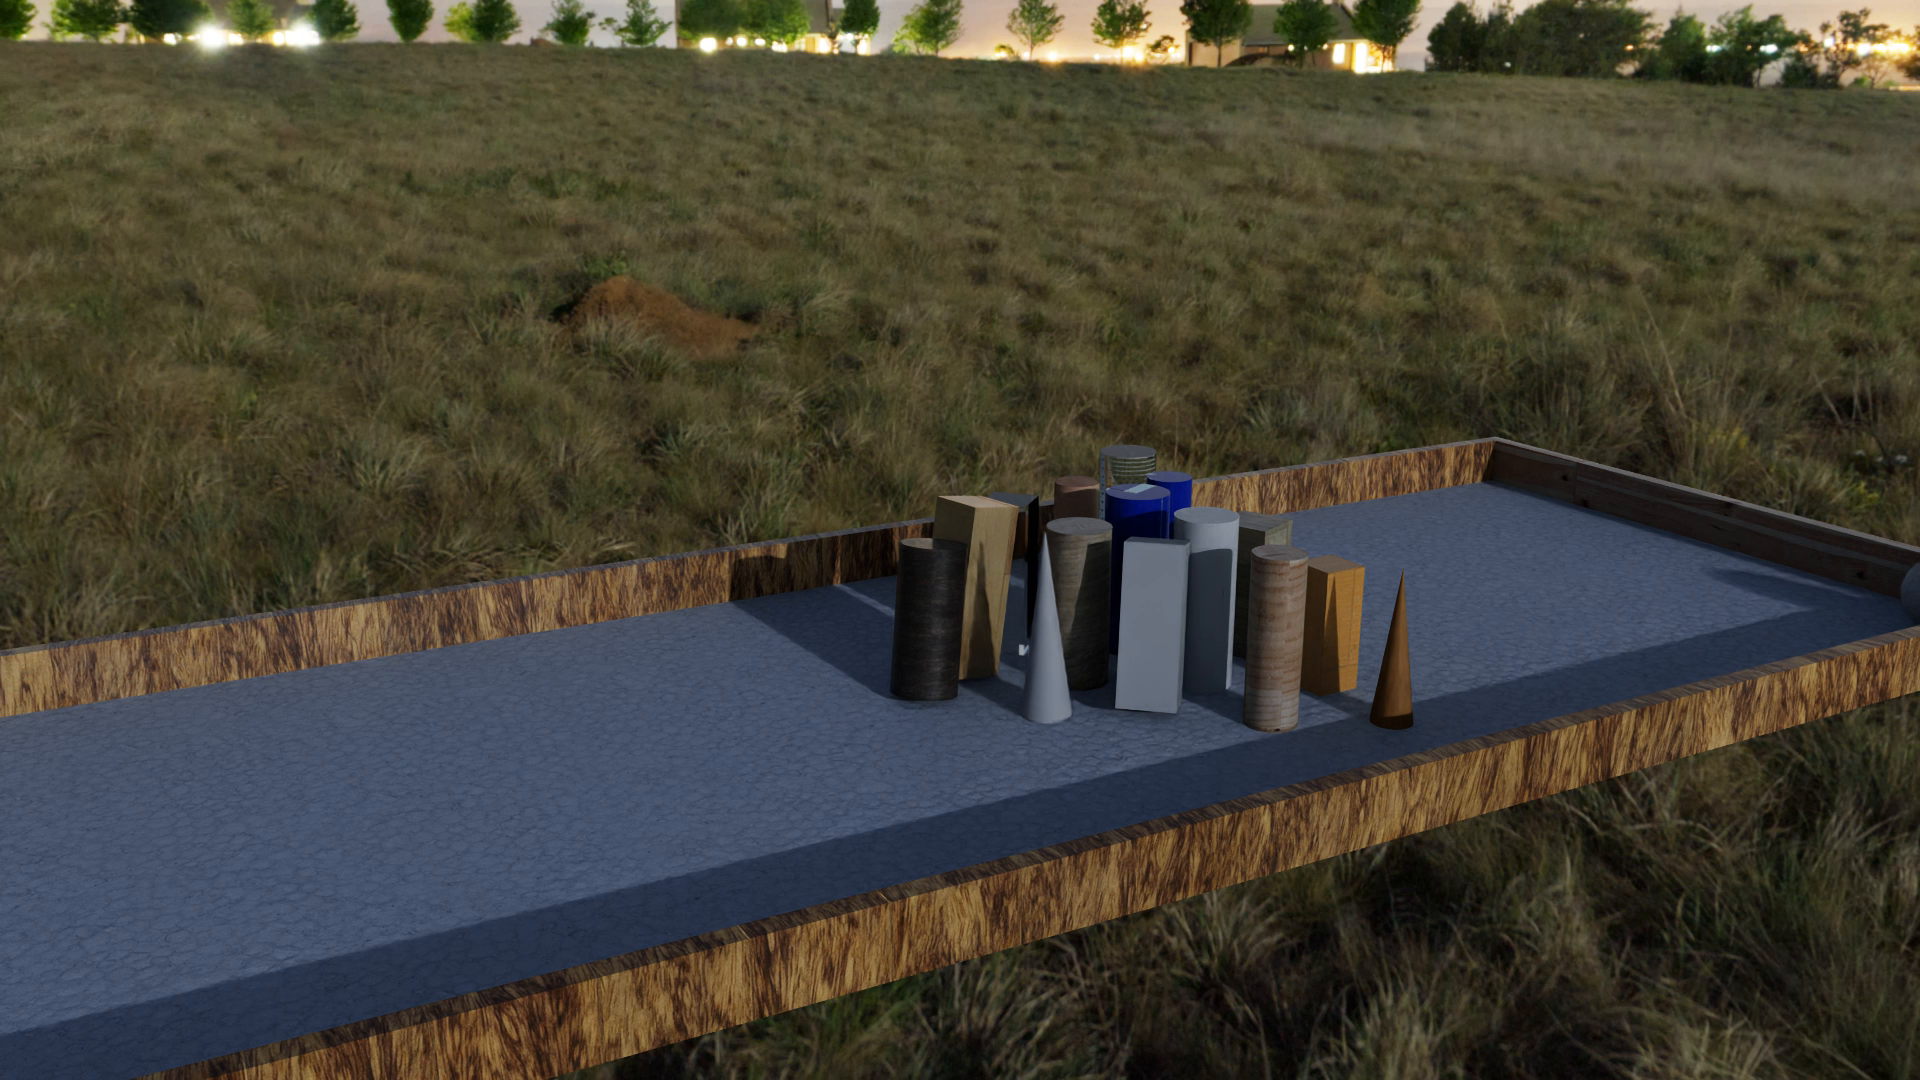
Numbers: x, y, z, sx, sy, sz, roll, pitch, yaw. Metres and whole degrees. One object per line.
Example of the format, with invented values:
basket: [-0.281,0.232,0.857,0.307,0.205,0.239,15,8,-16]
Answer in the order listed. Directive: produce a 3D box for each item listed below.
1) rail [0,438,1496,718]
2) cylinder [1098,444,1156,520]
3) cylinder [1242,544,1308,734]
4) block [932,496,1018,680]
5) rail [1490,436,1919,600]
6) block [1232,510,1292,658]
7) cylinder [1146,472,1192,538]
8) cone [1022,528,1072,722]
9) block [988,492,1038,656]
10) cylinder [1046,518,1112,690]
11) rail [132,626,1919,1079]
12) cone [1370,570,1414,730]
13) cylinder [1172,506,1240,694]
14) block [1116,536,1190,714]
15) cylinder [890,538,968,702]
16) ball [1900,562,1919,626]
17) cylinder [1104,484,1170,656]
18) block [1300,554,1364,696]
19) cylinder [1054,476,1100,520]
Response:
rail: [-3.305,0.497,3.399,12.000,0.150,0.050,-9,18,-27]
cylinder: [0.486,-0.058,4.819,0.163,0.414,0.163,0,16,0]
cylinder: [0.732,0.230,3.831,0.129,0.419,0.129,0,16,0]
block: [0.019,0.117,4.150,0.145,0.437,0.145,-2,13,-41]
rail: [2.466,-0.048,5.253,0.050,0.150,2.100,-9,18,-27]
block: [0.762,0.119,4.325,0.146,0.352,0.146,13,21,37]
cylinder: [0.575,0.018,4.586,0.125,0.400,0.125,0,16,0]
cone: [0.202,0.192,3.880,0.122,0.460,0.122,-1,15,0]
block: [0.129,0.087,4.342,0.123,0.404,0.123,5,17,18]
cylinder: [0.293,0.158,4.105,0.162,0.401,0.162,0,16,0]
rail: [-2.336,1.006,1.665,12.000,0.150,0.050,-9,18,-27]
cone: [1.019,0.245,3.843,0.101,0.381,0.101,0,16,0]
cylinder: [0.602,0.147,4.085,0.159,0.434,0.159,0,16,0]
block: [0.461,0.199,3.937,0.144,0.397,0.144,4,5,12]
cylinder: [-0.076,0.191,4.012,0.167,0.370,0.167,4,9,-1]
ball: [2.676,0.147,4.473,0.216,0.216,0.216,0,16,0]
cylinder: [0.460,0.080,4.327,0.168,0.426,0.168,0,16,0]
block: [0.906,0.210,4.079,0.116,0.317,0.116,-9,19,-28]
cylinder: [0.321,0.026,4.578,0.124,0.389,0.124,0,16,0]
